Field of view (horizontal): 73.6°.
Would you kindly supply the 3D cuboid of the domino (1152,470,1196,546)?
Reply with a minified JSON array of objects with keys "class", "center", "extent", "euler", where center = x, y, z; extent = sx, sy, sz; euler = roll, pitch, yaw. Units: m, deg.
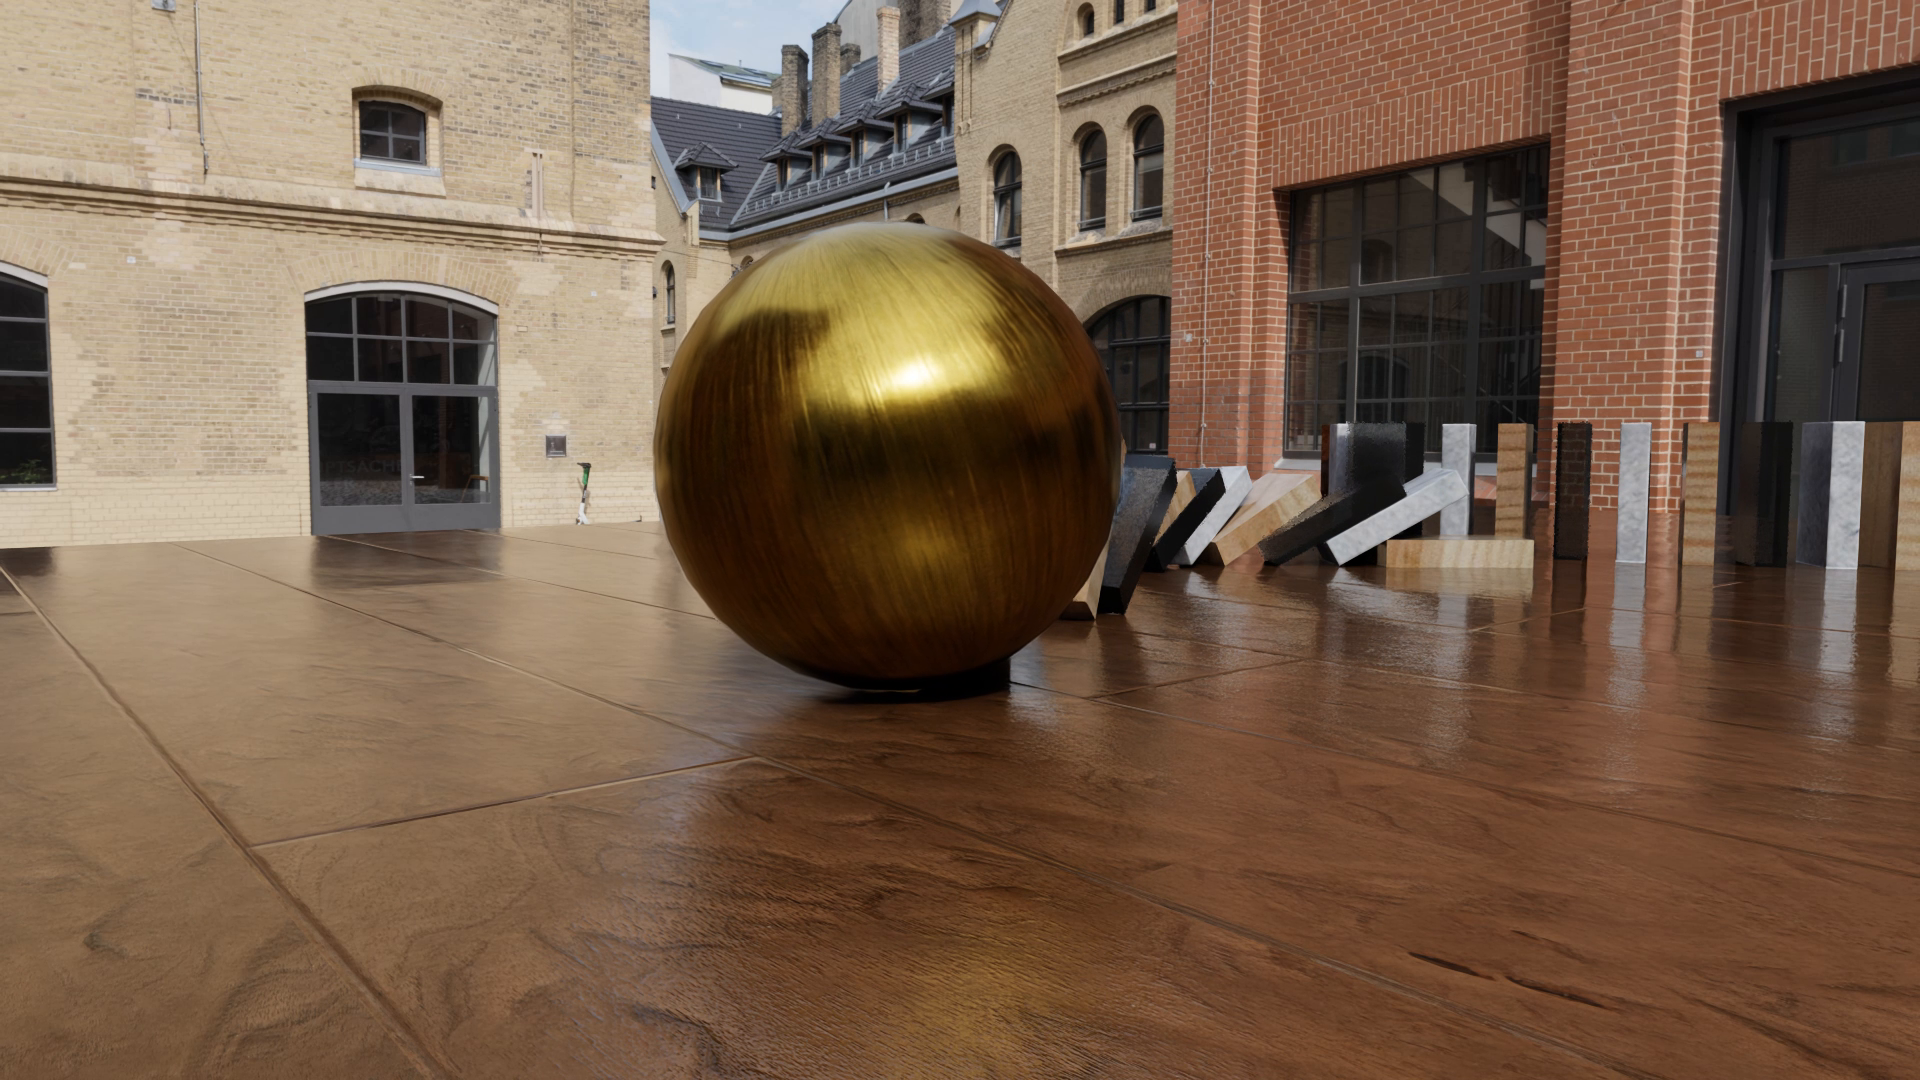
[{"class":"domino","center":[0.056,-0.006,0.430],"extent":[0.025,0.009,0.050],"euler":[4,36,40]}]

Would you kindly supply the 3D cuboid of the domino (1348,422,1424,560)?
[{"class":"domino","center":[0.156,-0.018,0.471],"extent":[0.025,0.050,0.009],"euler":[0,4,5]}]

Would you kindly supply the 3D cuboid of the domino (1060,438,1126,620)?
[{"class":"domino","center":[0.025,-0.005,0.323],"extent":[0.025,0.050,0.010],"euler":[2,-29,22]}]

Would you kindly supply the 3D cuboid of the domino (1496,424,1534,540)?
[{"class":"domino","center":[0.212,-0.019,0.491],"extent":[0.010,0.050,0.025],"euler":[2,5,30]}]

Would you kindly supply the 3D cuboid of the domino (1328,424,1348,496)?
[{"class":"domino","center":[0.154,-0.019,0.488],"extent":[0.025,0.050,0.009],"euler":[0,4,-1]}]

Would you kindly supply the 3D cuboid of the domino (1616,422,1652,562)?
[{"class":"domino","center":[0.247,-0.018,0.470],"extent":[0.009,0.050,0.025],"euler":[2,5,29]}]

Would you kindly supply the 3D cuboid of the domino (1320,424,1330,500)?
[{"class":"domino","center":[0.157,-0.021,0.508],"extent":[0.025,0.050,0.009],"euler":[3,5,35]}]

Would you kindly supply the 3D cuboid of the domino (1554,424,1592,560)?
[{"class":"domino","center":[0.230,-0.018,0.480],"extent":[0.009,0.050,0.025],"euler":[3,5,30]}]

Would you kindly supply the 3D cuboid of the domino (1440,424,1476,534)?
[{"class":"domino","center":[0.194,-0.020,0.500],"extent":[0.009,0.050,0.025],"euler":[2,5,28]}]

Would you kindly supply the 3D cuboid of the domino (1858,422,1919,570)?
[{"class":"domino","center":[0.324,-0.016,0.444],"extent":[0.009,0.050,0.025],"euler":[1,4,9]}]

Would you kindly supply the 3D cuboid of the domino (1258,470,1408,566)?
[{"class":"domino","center":[0.131,-0.008,0.456],"extent":[0.050,0.009,0.025],"euler":[-30,2,5]}]

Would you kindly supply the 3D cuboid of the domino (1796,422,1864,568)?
[{"class":"domino","center":[0.304,-0.016,0.448],"extent":[0.009,0.050,0.025],"euler":[1,4,13]}]

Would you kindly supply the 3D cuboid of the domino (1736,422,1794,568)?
[{"class":"domino","center":[0.284,-0.016,0.453],"extent":[0.009,0.050,0.025],"euler":[1,5,18]}]

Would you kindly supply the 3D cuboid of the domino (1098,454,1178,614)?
[{"class":"domino","center":[0.038,-0.003,0.338],"extent":[0.025,0.009,0.050],"euler":[7,46,24]}]

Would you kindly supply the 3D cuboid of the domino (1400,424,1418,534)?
[{"class":"domino","center":[0.176,-0.021,0.509],"extent":[0.009,0.050,0.025],"euler":[1,5,19]}]

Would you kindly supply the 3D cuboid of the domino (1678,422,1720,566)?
[{"class":"domino","center":[0.265,-0.017,0.461],"extent":[0.010,0.050,0.025],"euler":[2,5,26]}]

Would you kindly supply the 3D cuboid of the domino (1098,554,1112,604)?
[{"class":"domino","center":[0.028,-0.001,0.359],"extent":[0.025,0.009,0.050],"euler":[0,35,0]}]

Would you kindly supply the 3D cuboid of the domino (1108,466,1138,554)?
[{"class":"domino","center":[0.038,-0.006,0.416],"extent":[0.025,0.010,0.050],"euler":[2,37,25]}]

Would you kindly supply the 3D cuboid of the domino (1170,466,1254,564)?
[{"class":"domino","center":[0.082,-0.009,0.460],"extent":[0.025,0.010,0.050],"euler":[0,34,42]}]

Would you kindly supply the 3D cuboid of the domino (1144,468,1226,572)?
[{"class":"domino","center":[0.069,-0.008,0.445],"extent":[0.025,0.010,0.050],"euler":[2,35,40]}]

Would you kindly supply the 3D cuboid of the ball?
[{"class":"ball","center":[-0.012,-0.014,0.222],"extent":[0.080,0.080,0.080],"euler":[0,4,0]}]

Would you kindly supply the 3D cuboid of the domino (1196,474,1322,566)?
[{"class":"domino","center":[0.104,-0.008,0.467],"extent":[0.050,0.010,0.025],"euler":[-32,18,-22]}]

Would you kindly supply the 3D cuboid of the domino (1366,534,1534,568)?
[{"class":"domino","center":[0.173,0.004,0.454],"extent":[0.050,0.010,0.025],"euler":[0,4,2]}]

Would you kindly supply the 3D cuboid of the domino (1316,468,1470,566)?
[{"class":"domino","center":[0.151,-0.009,0.454],"extent":[0.050,0.010,0.025],"euler":[-30,3,5]}]
